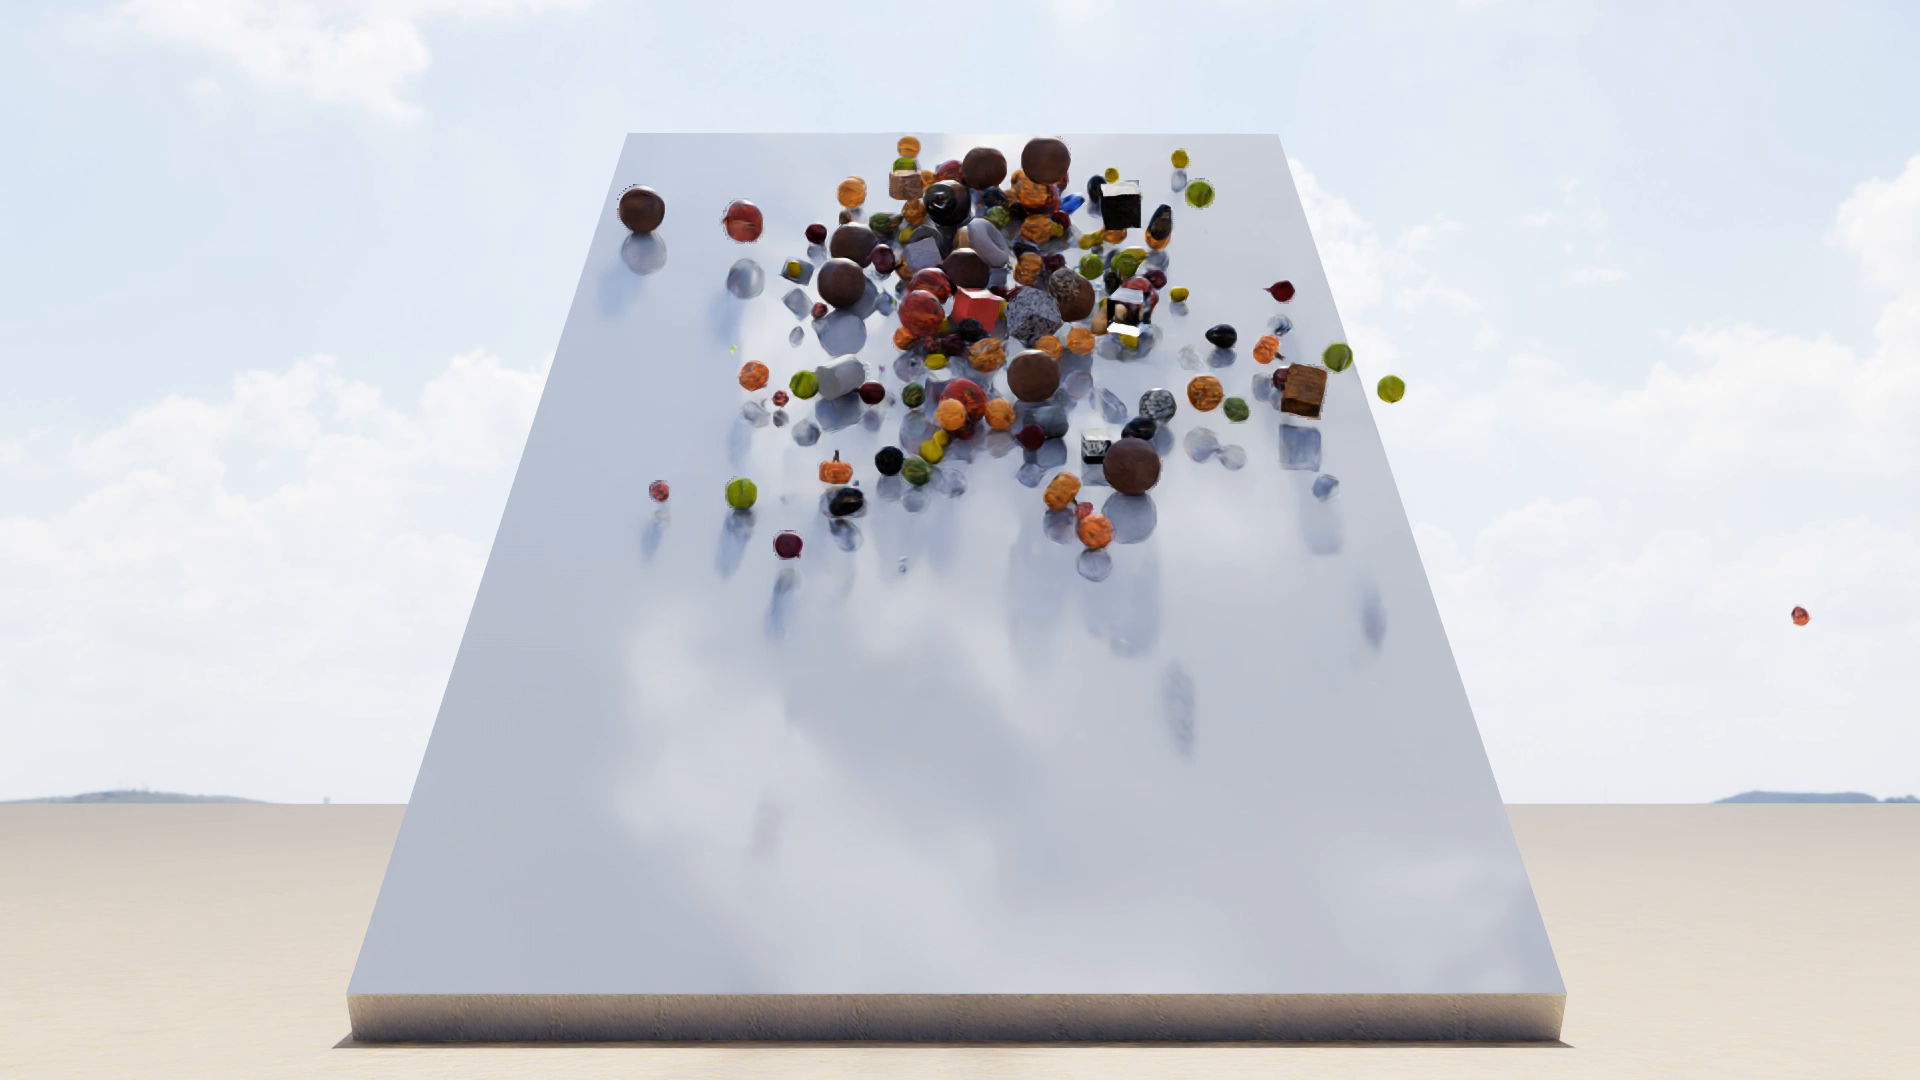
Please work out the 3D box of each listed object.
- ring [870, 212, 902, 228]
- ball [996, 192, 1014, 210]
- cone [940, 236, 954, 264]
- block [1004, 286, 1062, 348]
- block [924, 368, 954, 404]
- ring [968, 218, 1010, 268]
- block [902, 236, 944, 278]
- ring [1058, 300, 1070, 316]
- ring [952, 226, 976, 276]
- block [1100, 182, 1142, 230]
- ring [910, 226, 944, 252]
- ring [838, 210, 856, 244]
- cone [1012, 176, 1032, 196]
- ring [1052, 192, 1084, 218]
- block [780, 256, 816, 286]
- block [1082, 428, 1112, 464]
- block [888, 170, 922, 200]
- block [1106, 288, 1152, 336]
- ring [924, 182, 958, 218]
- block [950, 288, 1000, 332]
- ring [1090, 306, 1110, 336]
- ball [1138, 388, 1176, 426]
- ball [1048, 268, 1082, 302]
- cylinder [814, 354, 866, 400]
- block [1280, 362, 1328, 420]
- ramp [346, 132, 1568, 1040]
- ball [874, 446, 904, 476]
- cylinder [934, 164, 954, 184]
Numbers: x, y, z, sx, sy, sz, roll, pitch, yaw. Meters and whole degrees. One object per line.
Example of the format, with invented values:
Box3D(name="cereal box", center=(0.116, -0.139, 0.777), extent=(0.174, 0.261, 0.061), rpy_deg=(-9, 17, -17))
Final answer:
Box3D(name="ring", center=(-0.207, -0.897, 6.763), extent=(0.094, 0.031, 0.094), rpy_deg=(0, 19, 0))
Box3D(name="ball", center=(0.127, -0.964, 6.872), extent=(0.052, 0.052, 0.052), rpy_deg=(0, -6, 0))
Box3D(name="cone", center=(-0.032, -0.808, 6.556), extent=(0.083, 0.083, 0.083), rpy_deg=(0, 33, 2))
Box3D(name="block", center=(0.185, -0.561, 6.063), extent=(0.096, 0.096, 0.096), rpy_deg=(18, -45, -32))
Box3D(name="block", center=(-0.050, -0.373, 5.837), extent=(0.057, 0.057, 0.057), rpy_deg=(-10, 32, -18))
Box3D(name="ring", center=(0.074, -0.765, 6.225), extent=(0.049, 0.146, 0.146), rpy_deg=(-33, -20, 23))
Box3D(name="block", center=(-0.097, -0.738, 6.320), extent=(0.075, 0.075, 0.075), rpy_deg=(-18, -6, -12))
Box3D(name="ring", center=(0.248, -0.606, 6.277), extent=(0.078, 0.026, 0.078), rpy_deg=(0, 29, 0))
Box3D(name="ring", center=(0.009, -0.768, 6.434), extent=(0.045, 0.134, 0.134), rpy_deg=(5, -7, -12))
Box3D(name="block", center=(0.433, -0.899, 6.497), extent=(0.097, 0.097, 0.097), rpy_deg=(-5, 27, 0))
Box3D(name="ring", center=(-0.090, -0.796, 6.472), extent=(0.094, 0.094, 0.031), rpy_deg=(-2, 14, 20))
Box3D(name="ring", center=(-0.307, -0.855, 6.596), extent=(0.033, 0.098, 0.098), rpy_deg=(-16, -7, 1))
Box3D(name="cone", center=(0.183, -1.019, 6.938), extent=(0.057, 0.057, 0.057), rpy_deg=(1, 8, -5))
Box3D(name="ring", center=(0.305, -0.943, 6.804), extent=(0.102, 0.034, 0.102), rpy_deg=(-30, 20, 12))
Box3D(name="block", center=(-0.429, -0.712, 6.387), extent=(0.058, 0.058, 0.058), rpy_deg=(23, -2, -36))
Box3D(name="block", center=(0.314, -0.217, 5.566), extent=(0.060, 0.060, 0.060), rpy_deg=(-2, 30, -4))
Box3D(name="block", center=(-0.153, -0.994, 6.762), extent=(0.069, 0.069, 0.069), rpy_deg=(-14, 24, -28))
Box3D(name="block", center=(0.405, -0.547, 5.780), extent=(0.082, 0.082, 0.082), rpy_deg=(13, 30, 20))
Box3D(name="ring", center=(-0.054, -0.937, 6.666), extent=(0.098, 0.098, 0.033), rpy_deg=(-2, 11, 20))
Box3D(name="block", center=(0.039, -0.586, 6.134), extent=(0.085, 0.085, 0.085), rpy_deg=(2, 22, -28))
Box3D(name="ring", center=(0.373, -0.549, 5.959), extent=(0.039, 0.117, 0.117), rpy_deg=(50, -30, -22))
Box3D(name="ball", center=(0.467, -0.315, 5.707), extent=(0.090, 0.090, 0.090), rpy_deg=(0, -6, 0))
Box3D(name="ball", center=(0.262, -0.639, 6.039), extent=(0.084, 0.084, 0.084), rpy_deg=(0, -6, 0))
Box3D(name="cylinder", center=(-0.292, -0.394, 5.840), extent=(0.089, 0.089, 0.089), rpy_deg=(-6, 18, 46))
Box3D(name="block", center=(0.815, -0.353, 5.711), extent=(0.090, 0.090, 0.090), rpy_deg=(13, -17, 10))
Box3D(name="ramp", center=(-0.013, -0.211, 5.713), extent=(2.000, 0.100, 4.000), rpy_deg=(0, 30, 0))
Box3D(name="ball", center=(-0.160, -0.180, 5.491), extent=(0.068, 0.068, 0.068), rpy_deg=(0, -6, 0))
Box3D(name="cylinder", center=(-0.045, -1.059, 6.990), extent=(0.052, 0.052, 0.052), rpy_deg=(4, 8, -1))
